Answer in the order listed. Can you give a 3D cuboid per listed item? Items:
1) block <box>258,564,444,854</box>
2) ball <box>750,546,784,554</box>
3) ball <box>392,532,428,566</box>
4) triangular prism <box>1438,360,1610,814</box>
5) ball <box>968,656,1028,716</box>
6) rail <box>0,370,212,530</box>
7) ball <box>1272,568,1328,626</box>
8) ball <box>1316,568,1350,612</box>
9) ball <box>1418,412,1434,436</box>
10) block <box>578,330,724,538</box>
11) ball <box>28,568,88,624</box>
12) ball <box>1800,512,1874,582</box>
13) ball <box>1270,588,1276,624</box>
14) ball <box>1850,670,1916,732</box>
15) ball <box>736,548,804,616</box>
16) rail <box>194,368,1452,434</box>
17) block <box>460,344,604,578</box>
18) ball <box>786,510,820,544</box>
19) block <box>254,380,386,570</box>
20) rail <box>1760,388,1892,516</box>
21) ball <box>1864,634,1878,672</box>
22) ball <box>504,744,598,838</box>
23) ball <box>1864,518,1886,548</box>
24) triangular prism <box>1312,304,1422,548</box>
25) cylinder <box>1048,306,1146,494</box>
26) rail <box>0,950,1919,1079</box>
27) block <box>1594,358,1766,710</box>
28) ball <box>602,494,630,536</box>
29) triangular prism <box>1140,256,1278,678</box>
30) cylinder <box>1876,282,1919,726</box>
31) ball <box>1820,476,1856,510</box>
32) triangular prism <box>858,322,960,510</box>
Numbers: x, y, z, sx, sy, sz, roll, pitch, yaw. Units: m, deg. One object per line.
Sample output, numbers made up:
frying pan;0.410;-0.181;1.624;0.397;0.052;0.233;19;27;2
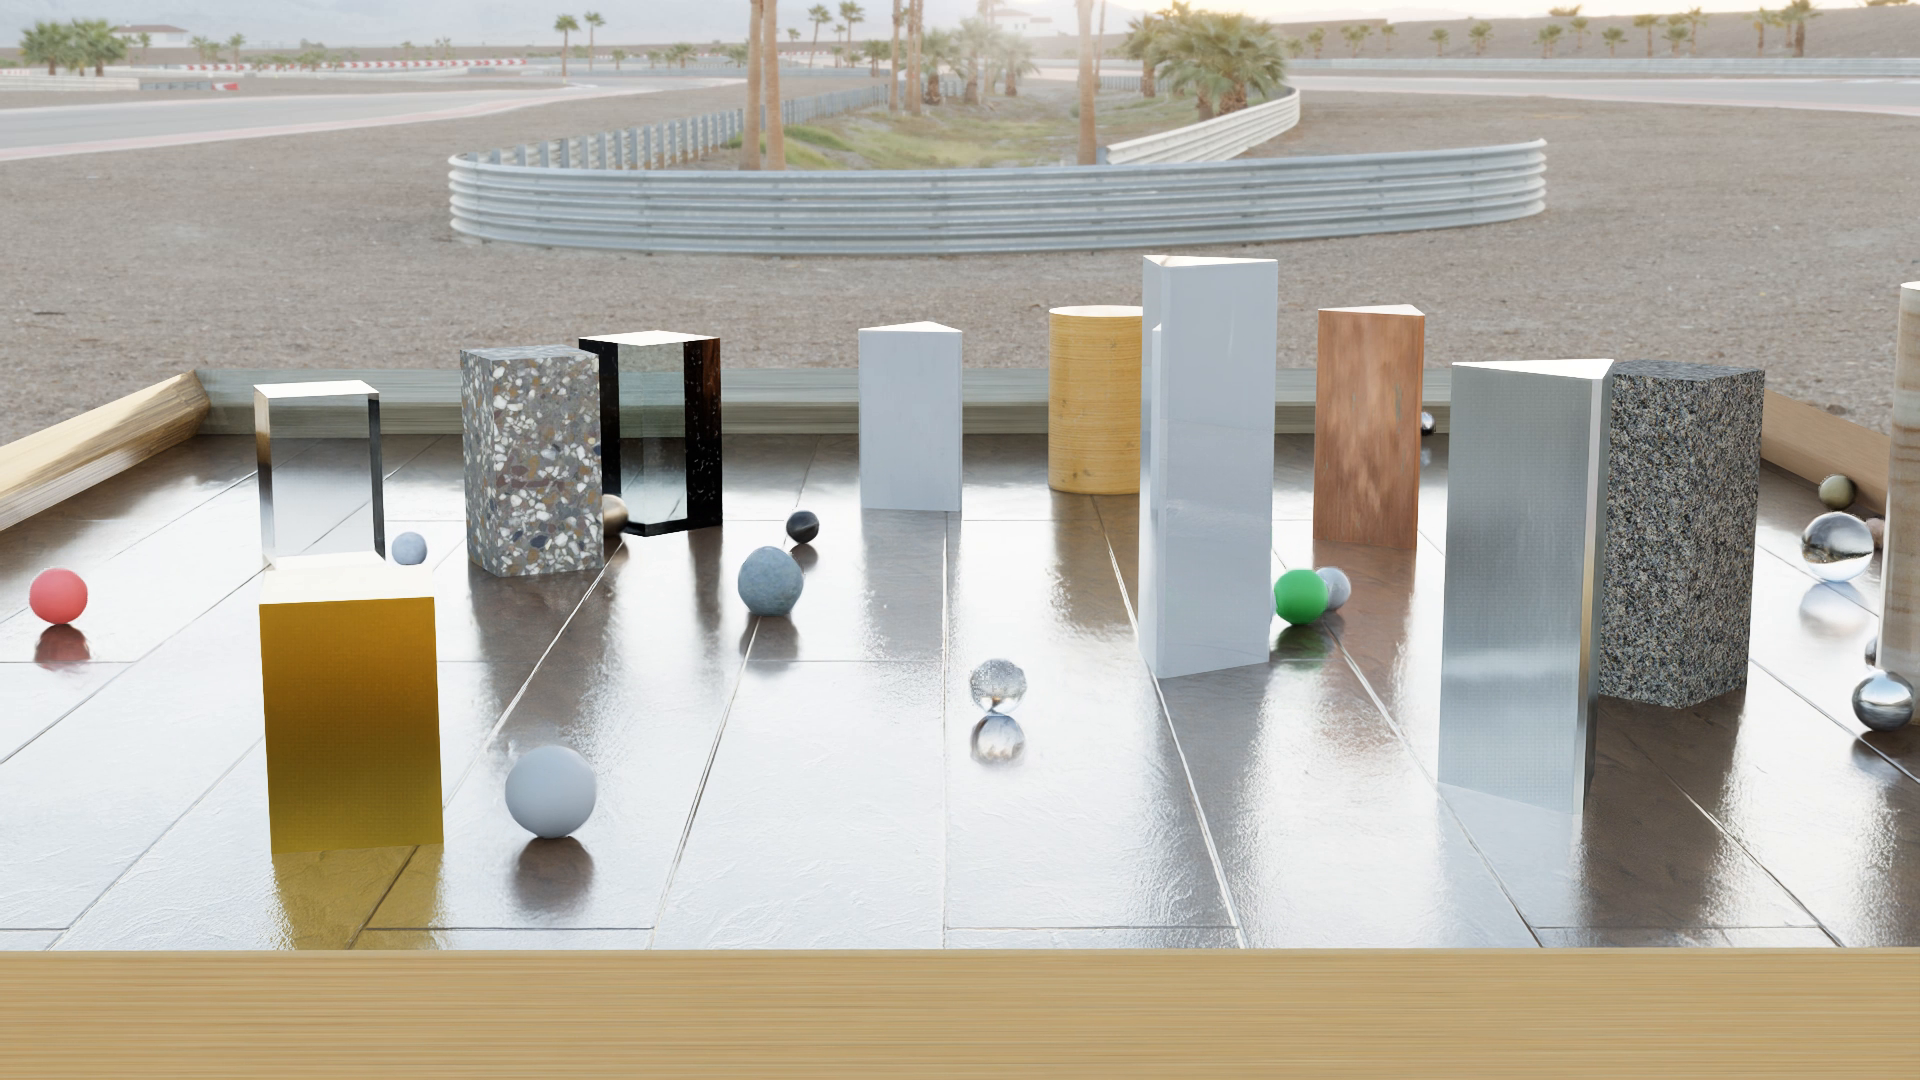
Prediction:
block;-0.584;0.159;2.471;0.159;0.239;0.159;-2;11;-12
ball;-0.267;0.041;3.579;0.067;0.067;0.067;0;10;0
ball;-0.808;0.013;3.768;0.053;0.053;0.053;0;10;0
triangular prism;0.605;0.038;2.597;0.149;0.432;0.172;-9;14;-41
ball;0.043;0.166;2.910;0.066;0.066;0.066;0;10;0
rail;-1.495;0.035;3.440;0.045;0.129;3.424;0;10;0
ball;0.448;0.075;3.377;0.075;0.075;0.075;0;10;0
ball;0.498;0.067;3.464;0.059;0.059;0.059;0;10;0
ball;0.918;-0.230;5.095;0.049;0.049;0.049;0;10;0
block;-0.492;-0.172;4.091;0.159;0.301;0.159;10;15;44
ball;-1.188;0.074;3.383;0.075;0.075;0.075;0;10;0
ball;1.252;0.010;3.662;0.099;0.099;0.099;0;10;0
ball;0.368;0.084;3.310;0.081;0.081;0.081;0;10;0
ball;1.022;0.177;2.840;0.069;0.069;0.069;0;10;0
ball;-0.254;0.057;3.435;0.090;0.090;0.090;0;10;0
rail;-0.010;-0.274;5.109;3.037;0.129;0.045;0;10;0
block;-0.630;-0.120;3.774;0.159;0.314;0.159;-5;12;-27
ball;-0.242;-0.021;3.955;0.053;0.053;0.053;0;10;0
block;-0.956;-0.100;3.828;0.159;0.254;0.159;-4;11;-22
rail;1.495;0.032;3.457;0.045;0.129;3.424;0;10;0
ball;1.113;0.139;3.067;0.062;0.062;0.062;0;10;0
ball;-0.390;0.240;2.450;0.088;0.088;0.088;0;10;0
ball;1.396;-0.010;3.914;0.046;0.046;0.046;0;10;0
triangular prism;0.662;-0.181;3.987;0.172;0.357;0.149;7;12;32
cylinder;0.254;-0.247;4.479;0.198;0.306;0.198;0;10;0
rail;0.010;0.340;1.789;3.037;0.129;0.045;0;10;0
block;0.824;-0.012;3.016;0.159;0.378;0.159;10;14;43
ball;-0.551;-0.038;4.014;0.066;0.066;0.066;0;10;0
triangular prism;0.270;-0.097;3.150;0.172;0.495;0.149;-7;13;-33
cylinder;1.147;-0.042;2.885;0.198;0.484;0.198;0;10;0
ball;1.455;-0.078;4.251;0.058;0.058;0.058;0;10;0
triangular prism;-0.069;-0.211;4.309;0.172;0.297;0.149;2;11;11
